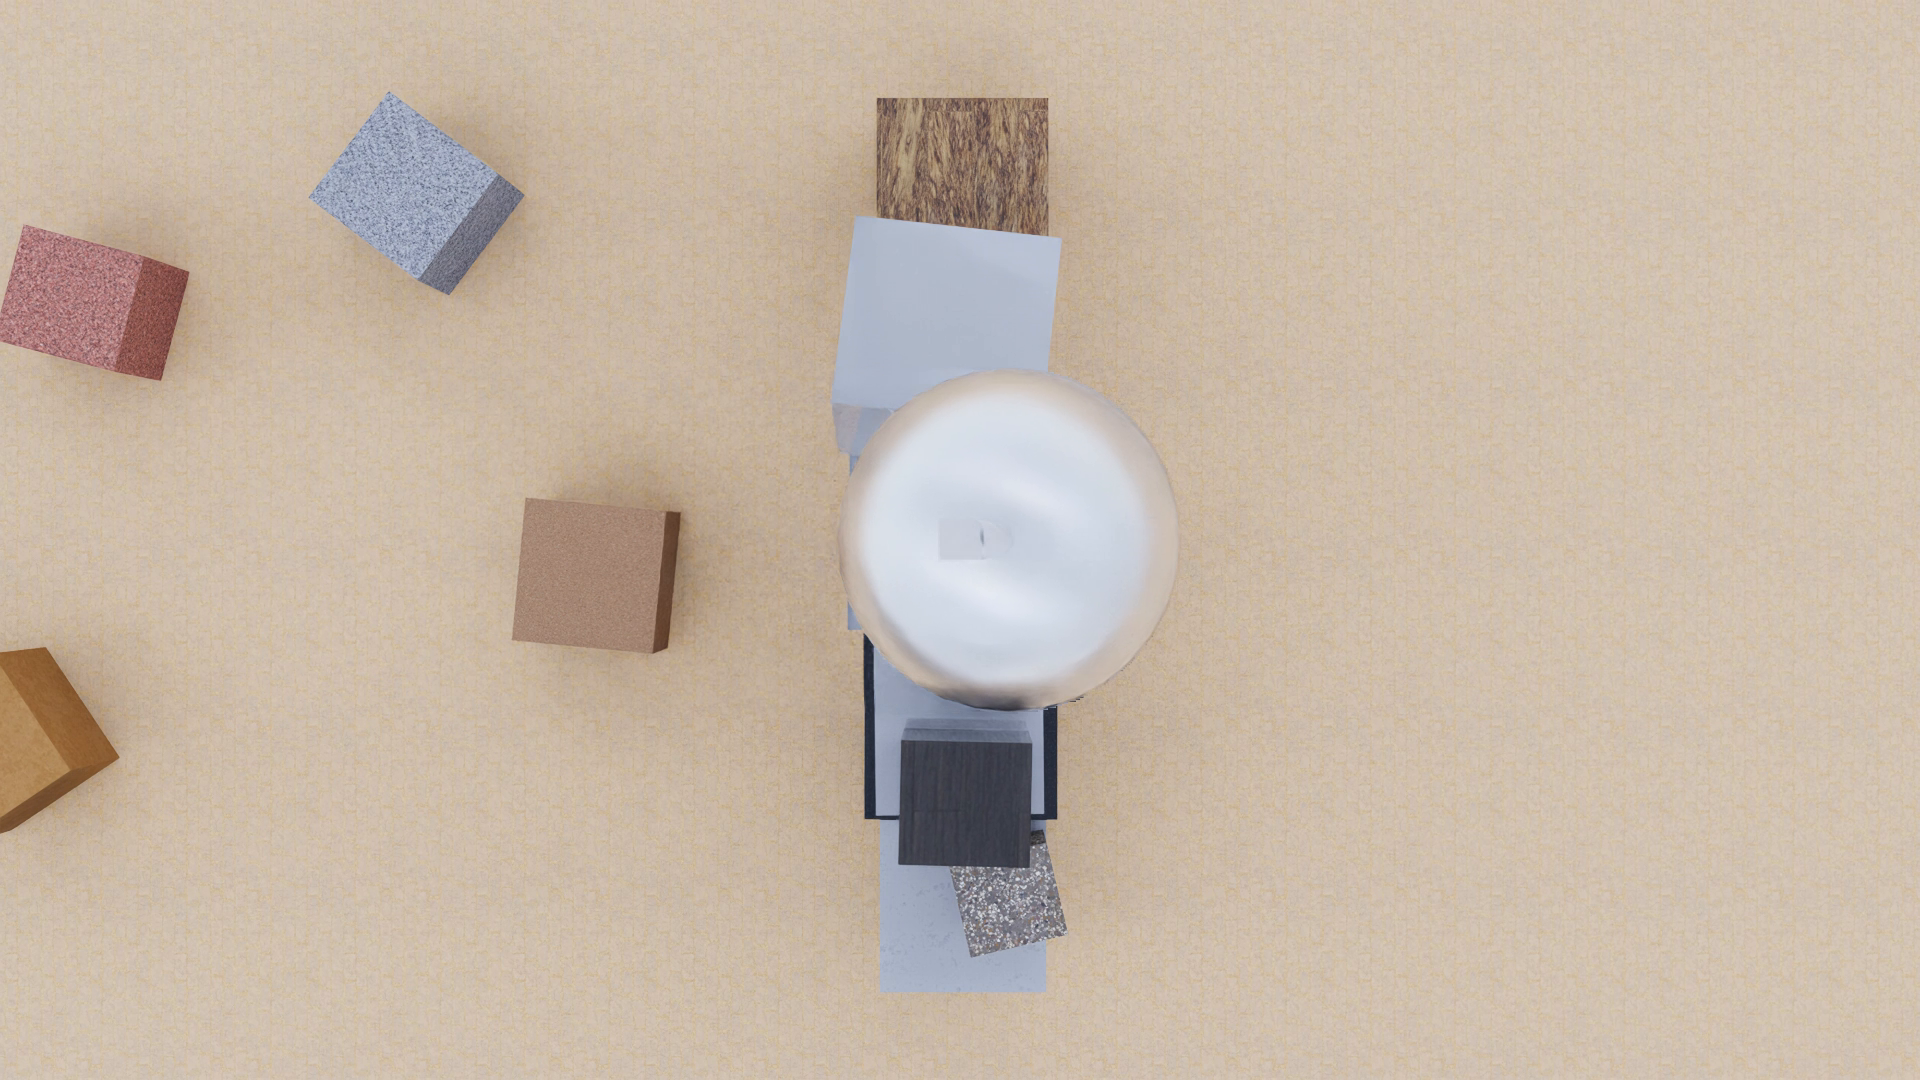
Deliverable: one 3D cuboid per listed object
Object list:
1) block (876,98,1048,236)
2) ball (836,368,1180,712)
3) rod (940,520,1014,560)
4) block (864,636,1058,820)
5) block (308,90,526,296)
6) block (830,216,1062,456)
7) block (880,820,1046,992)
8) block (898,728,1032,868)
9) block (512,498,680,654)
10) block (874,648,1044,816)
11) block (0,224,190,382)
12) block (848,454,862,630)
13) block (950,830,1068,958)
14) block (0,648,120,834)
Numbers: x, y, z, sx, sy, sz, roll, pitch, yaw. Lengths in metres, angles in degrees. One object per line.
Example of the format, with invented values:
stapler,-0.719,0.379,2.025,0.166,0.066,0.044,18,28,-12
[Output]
block,0.014,-1.990,12.586,0.951,0.829,0.915,0,90,0
ball,0.224,0.000,10.261,1.600,1.600,1.600,0,90,0
rod,0.097,0.000,6.863,0.080,5.200,0.080,0,90,2
block,0.005,1.003,12.421,1.040,1.159,1.004,0,90,0
block,-3.099,-1.973,12.620,0.763,0.760,0.746,37,90,0
block,-0.066,-1.006,11.578,1.061,0.929,1.008,6,76,1
block,0.017,1.983,12.454,0.901,1.091,0.935,0,90,0
block,0.025,1.248,10.723,0.623,0.652,0.591,1,90,0
block,-2.084,0.200,12.675,0.794,0.650,0.806,5,90,0
block,-0.005,0.949,11.445,0.845,0.793,0.862,-1,90,0
block,-4.975,-1.351,12.637,0.697,0.727,0.667,15,90,0
block,-0.093,0.013,12.463,1.022,1.074,0.955,1,90,0
block,0.252,1.865,11.648,0.520,0.520,0.491,-13,90,0
block,-5.506,1.175,12.638,0.773,0.725,0.788,-34,90,0
